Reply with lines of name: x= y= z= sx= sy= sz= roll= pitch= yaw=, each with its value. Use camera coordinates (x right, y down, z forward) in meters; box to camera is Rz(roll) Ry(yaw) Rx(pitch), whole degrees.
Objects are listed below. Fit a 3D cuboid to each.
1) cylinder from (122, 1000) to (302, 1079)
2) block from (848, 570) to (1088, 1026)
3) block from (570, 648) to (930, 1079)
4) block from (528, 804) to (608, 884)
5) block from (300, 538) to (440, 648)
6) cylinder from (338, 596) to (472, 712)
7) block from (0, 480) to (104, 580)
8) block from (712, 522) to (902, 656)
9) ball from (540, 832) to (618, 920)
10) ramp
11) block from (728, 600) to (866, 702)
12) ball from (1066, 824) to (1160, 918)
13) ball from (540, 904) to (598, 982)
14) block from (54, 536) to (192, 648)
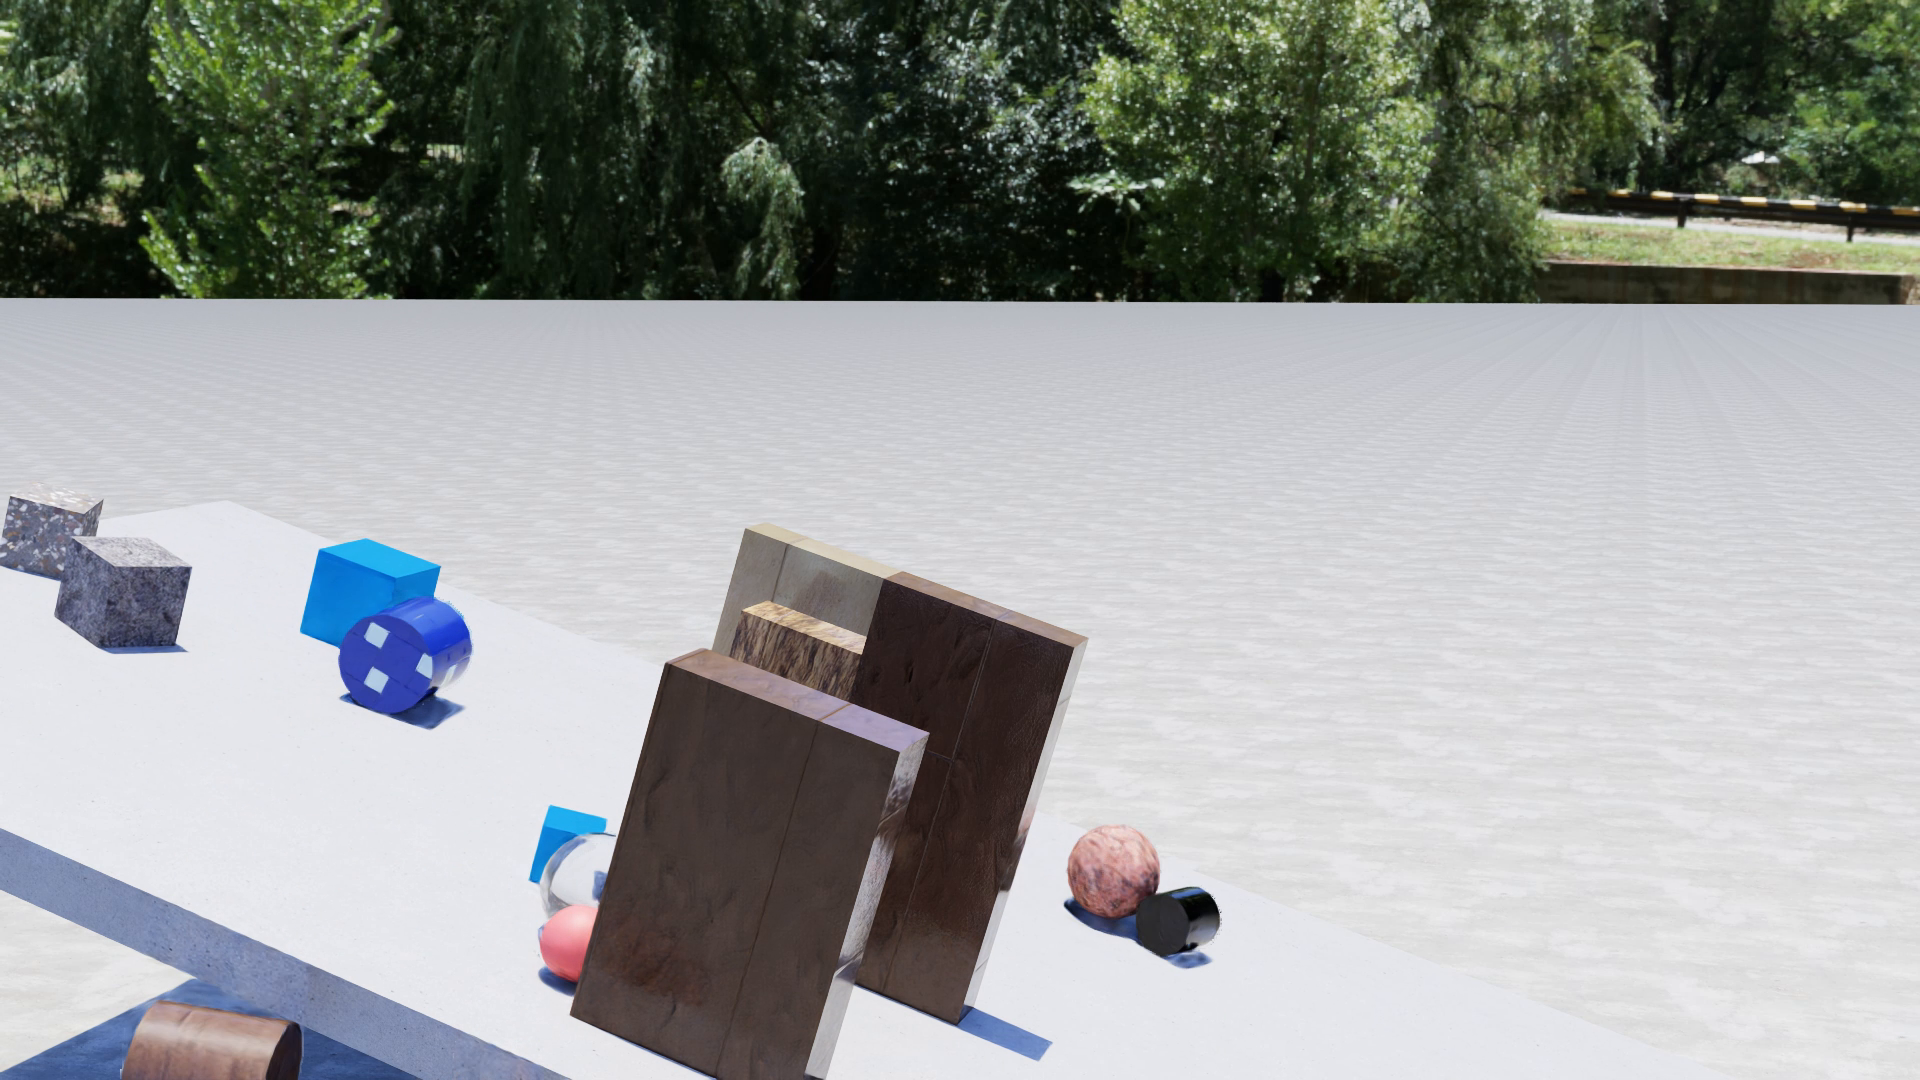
cylinder: x=-1.075 y=0.775 z=3.163 sx=0.195 sy=0.195 sz=0.195 roll=10 pitch=7 yaw=-1
block: x=-0.053 y=0.450 z=3.848 sx=0.353 sy=0.708 sz=0.103 roll=19 pitch=12 yaw=14
block: x=-0.330 y=0.520 z=3.408 sx=0.392 sy=0.597 sz=0.141 roll=19 pitch=12 yaw=14
block: x=-0.703 y=0.555 z=3.948 sx=0.107 sy=0.107 sz=0.107 roll=15 pitch=12 yaw=-7
block: x=-1.308 y=0.131 z=4.883 sx=0.195 sy=0.195 sz=0.195 roll=19 pitch=12 yaw=13
cylinder: x=-1.152 y=0.237 z=4.576 sx=0.204 sy=0.204 sz=0.204 roll=1 pitch=9 yaw=10
block: x=-1.972 y=-0.020 z=4.769 sx=0.154 sy=0.154 sz=0.154 roll=15 pitch=12 yaw=-9
block: x=-0.341 y=0.268 z=4.805 sx=0.385 sy=0.508 sz=0.122 roll=19 pitch=12 yaw=14
ball: x=-0.611 y=0.589 z=3.707 sx=0.191 sy=0.191 sz=0.191 roll=0 pitch=7 yaw=0
ramp: x=-0.367 y=0.705 z=4.233 sx=4.000 sy=0.100 sz=2.000 roll=19 pitch=12 yaw=14
block: x=-0.264 y=0.418 z=4.324 sx=0.449 sy=0.461 sz=0.133 roll=19 pitch=12 yaw=14
ball: x=0.318 y=0.685 z=4.548 sx=0.195 sy=0.195 sz=0.195 roll=0 pitch=7 yaw=0
ball: x=-0.617 y=0.654 z=3.563 sx=0.124 sy=0.124 sz=0.124 roll=0 pitch=7 yaw=0
block: x=-1.710 y=0.105 z=4.493 sx=0.174 sy=0.174 sz=0.174 roll=25 pitch=14 yaw=35
